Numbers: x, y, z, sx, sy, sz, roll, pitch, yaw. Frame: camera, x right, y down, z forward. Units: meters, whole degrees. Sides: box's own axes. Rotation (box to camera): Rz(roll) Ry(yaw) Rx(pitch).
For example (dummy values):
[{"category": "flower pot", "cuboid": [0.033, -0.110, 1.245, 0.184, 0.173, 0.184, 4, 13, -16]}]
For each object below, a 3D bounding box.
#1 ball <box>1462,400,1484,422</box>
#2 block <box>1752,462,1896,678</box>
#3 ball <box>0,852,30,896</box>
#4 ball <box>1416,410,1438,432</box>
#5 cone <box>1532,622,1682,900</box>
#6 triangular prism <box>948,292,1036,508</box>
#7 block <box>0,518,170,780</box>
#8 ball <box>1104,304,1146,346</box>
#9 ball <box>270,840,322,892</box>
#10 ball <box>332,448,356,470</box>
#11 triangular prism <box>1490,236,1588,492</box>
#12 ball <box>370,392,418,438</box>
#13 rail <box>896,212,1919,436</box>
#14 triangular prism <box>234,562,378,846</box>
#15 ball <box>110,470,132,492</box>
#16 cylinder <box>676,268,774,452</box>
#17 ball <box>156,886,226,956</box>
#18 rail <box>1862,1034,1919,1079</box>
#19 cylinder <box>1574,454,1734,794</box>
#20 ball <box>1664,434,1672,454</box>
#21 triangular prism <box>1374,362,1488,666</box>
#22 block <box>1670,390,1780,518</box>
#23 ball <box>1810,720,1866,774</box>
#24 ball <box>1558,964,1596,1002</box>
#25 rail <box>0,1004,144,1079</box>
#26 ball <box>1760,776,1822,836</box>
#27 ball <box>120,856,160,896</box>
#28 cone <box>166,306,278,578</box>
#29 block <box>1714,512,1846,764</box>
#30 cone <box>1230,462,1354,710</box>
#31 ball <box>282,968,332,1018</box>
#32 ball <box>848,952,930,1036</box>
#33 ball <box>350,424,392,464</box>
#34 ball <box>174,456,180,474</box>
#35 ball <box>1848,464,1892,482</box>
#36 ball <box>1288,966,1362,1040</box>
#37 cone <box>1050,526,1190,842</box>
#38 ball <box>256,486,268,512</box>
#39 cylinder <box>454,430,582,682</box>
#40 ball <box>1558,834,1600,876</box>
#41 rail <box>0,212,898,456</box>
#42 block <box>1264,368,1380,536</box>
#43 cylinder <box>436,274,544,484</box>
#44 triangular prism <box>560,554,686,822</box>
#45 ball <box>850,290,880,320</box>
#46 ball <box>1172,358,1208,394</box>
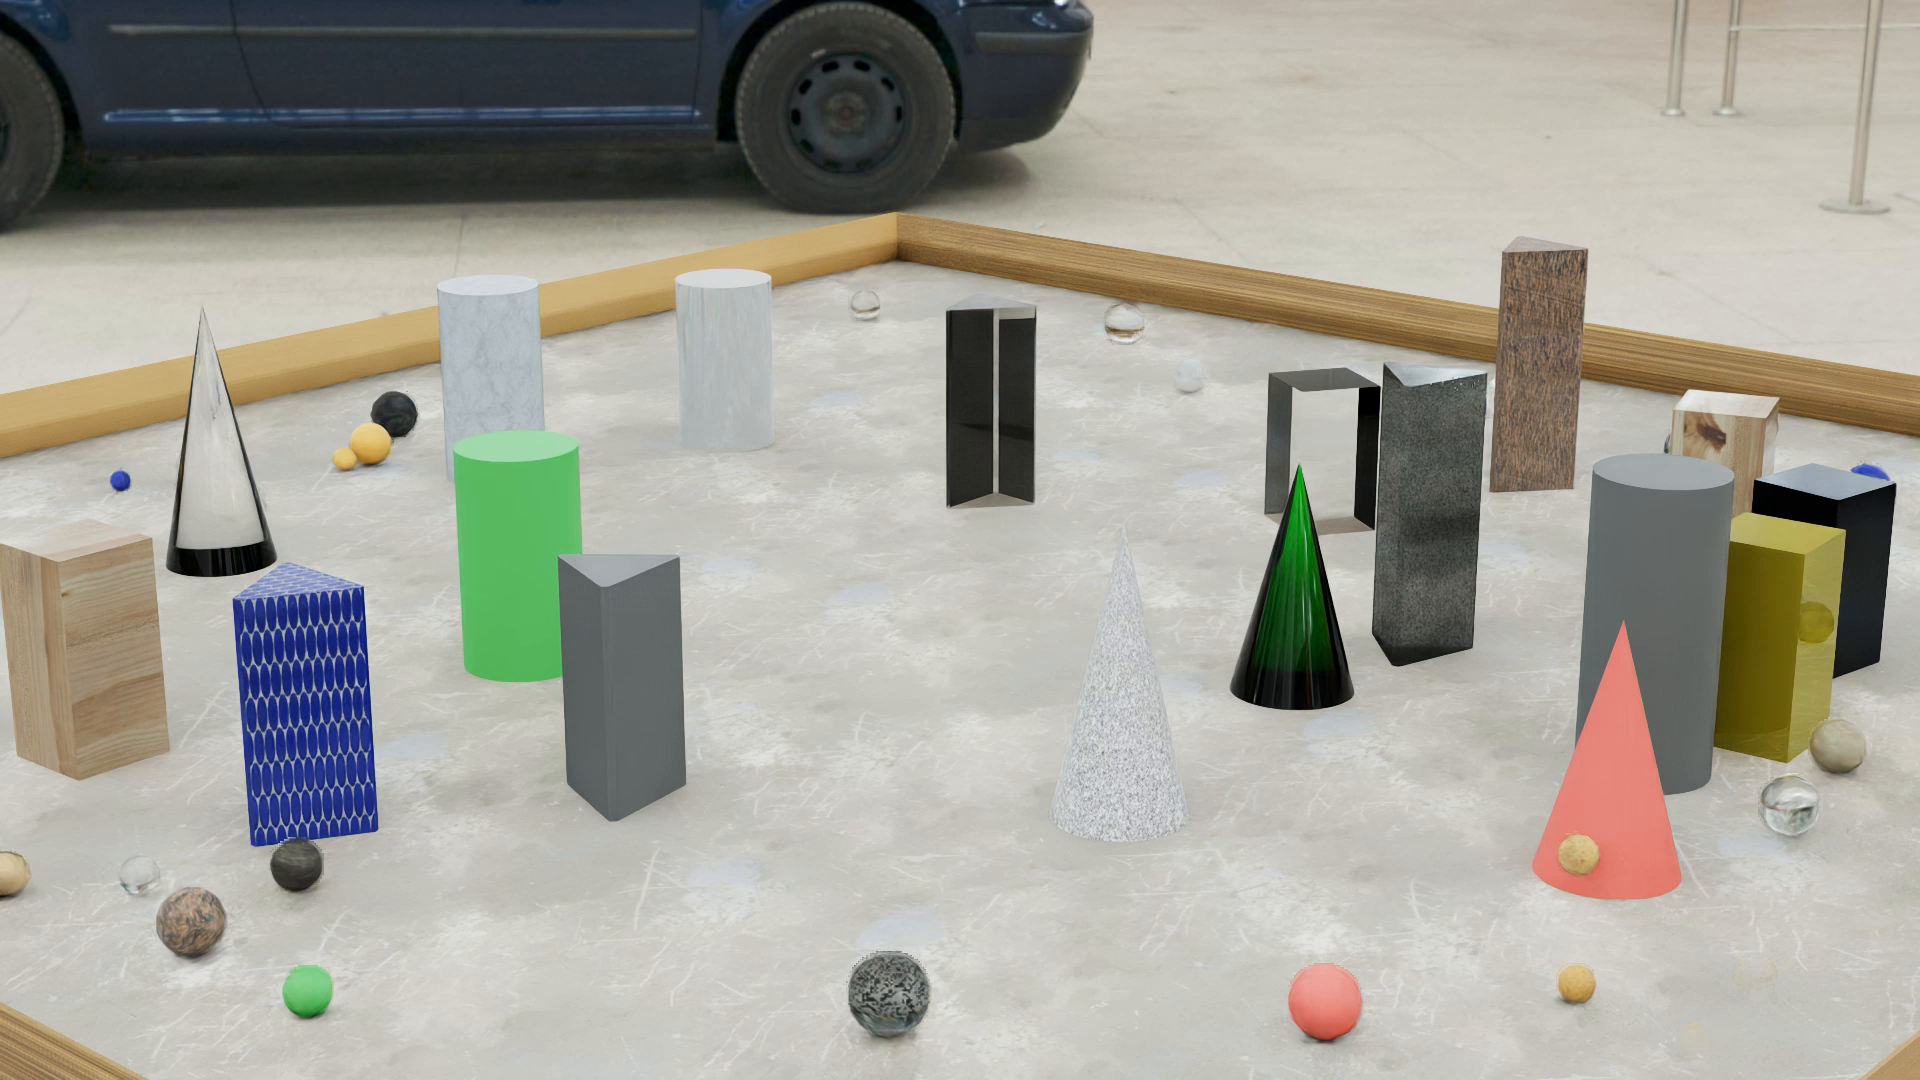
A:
[{"category": "ball", "cuboid": [1.100, -0.276, 6.289, 0.046, 0.046, 0.046, 0, 17, 0]}, {"category": "block", "cuboid": [1.391, 0.051, 4.758, 0.159, 0.304, 0.159, -13, 21, -38]}, {"category": "ball", "cuboid": [-1.263, 0.442, 3.884, 0.059, 0.059, 0.059, 0, 17, 0]}, {"category": "ball", "cuboid": [0.988, -0.252, 6.212, 0.046, 0.046, 0.046, 0, 17, 0]}, {"category": "cone", "cuboid": [0.875, 0.276, 3.917, 0.198, 0.358, 0.198, 0, 17, 0]}, {"category": "triangular prism", "cuboid": [0.047, -0.273, 5.682, 0.172, 0.392, 0.149, -3, 17, -10]}, {"category": "block", "cuboid": [-1.298, 0.160, 4.344, 0.159, 0.335, 0.159, 14, 21, 38]}, {"category": "ball", "cuboid": [0.392, -0.513, 6.986, 0.098, 0.098, 0.098, 0, 17, 0]}, {"category": "ball", "cuboid": [-0.882, 0.433, 3.900, 0.068, 0.068, 0.068, 0, 17, 0]}, {"category": "ball", "cuboid": [-1.241, -0.163, 5.914, 0.047, 0.047, 0.047, 0, 17, 0]}, {"category": "triangular prism", "cuboid": [1.116, -0.349, 5.780, 0.172, 0.480, 0.149, -3, 17, -9]}, {"category": "ball", "cuboid": [-1.189, -0.265, 6.165, 0.096, 0.096, 0.096, 0, 17, 0]}, {"category": "rail", "cuboid": [1.388, -0.429, 6.650, 4.177, 0.129, 0.045, 14, 22, 39]}, {"category": "triangular prism", "cuboid": [-0.920, 0.223, 4.093, 0.172, 0.358, 0.149, -6, 18, -18]}, {"category": "ball", "cuboid": [-1.652, -0.117, 5.770, 0.041, 0.041, 0.041, 0, 17, 0]}, {"category": "cylinder", "cuboid": [-0.488, -0.375, 6.098, 0.198, 0.345, 0.198, 0, 17, 0]}, {"category": "ball", "cuboid": [-0.971, 0.482, 3.703, 0.087, 0.087, 0.087, 0, 17, 0]}, {"category": "rail", "cuboid": [1.559, 0.423, 3.824, 0.045, 0.129, 4.281, 14, 22, 39]}, {"category": "cylinder", "cuboid": [1.006, 0.121, 4.260, 0.198, 0.457, 0.198, 0, 17, 0]}, {"category": "ball", "cuboid": [1.462, -0.183, 5.926, 0.078, 0.078, 0.078, 0, 17, 0]}, {"category": "triangular prism", "cuboid": [0.738, -0.050, 4.808, 0.172, 0.468, 0.149, -11, 20, -32]}, {"category": "block", "cuboid": [1.345, -0.087, 5.189, 0.159, 0.319, 0.159, 7, 18, 22]}, {"category": "ball", "cuboid": [1.291, 0.304, 4.308, 0.080, 0.080, 0.080, 0, 17, 0]}, {"category": "ball", "cuboid": [0.752, 0.541, 3.577, 0.046, 0.046, 0.046, 0, 17, 0]}, {"category": "rail", "cuboid": [-1.388, 0.493, 3.589, 4.177, 0.129, 0.045, 14, 22, 39]}, {"category": "ball", "cuboid": [1.156, 0.369, 4.083, 0.083, 0.083, 0.083, 0, 17, 0]}, {"category": "ball", "cuboid": [-1.087, 0.444, 3.887, 0.053, 0.053, 0.053, 0, 17, 0]}, {"category": "cone", "cuboid": [-1.342, -0.191, 5.259, 0.198, 0.479, 0.198, 0, 17, 0]}, {"category": "block", "cuboid": [1.213, 0.144, 4.412, 0.159, 0.324, 0.159, 12, 21, 35]}, {"category": "cone", "cuboid": [0.528, 0.057, 4.612, 0.198, 0.377, 0.198, 0, 17, 0]}, {"category": "ball", "cuboid": [-0.788, 0.546, 3.539, 0.060, 0.060, 0.060, 0, 17, 0]}, {"category": "ball", "cuboid": [-0.085, 0.541, 3.487, 0.099, 0.099, 0.099, 0, 17, 0]}, {"category": "ball", "cuboid": [-1.198, -0.196, 5.957, 0.084, 0.084, 0.084, 0, 17, 0]}, {"category": "ball", "cuboid": [-1.527, -0.146, 5.826, 0.064, 0.064, 0.064, 0, 17, 0]}, {"category": "ball", "cuboid": [1.738, -0.099, 5.621, 0.094, 0.094, 0.094, 0, 17, 0]}, {"category": "ball", "cuboid": [0.434, 0.549, 3.481, 0.087, 0.087, 0.087, 0, 17, 0]}, {"category": "cone", "cuboid": [0.226, 0.183, 4.097, 0.198, 0.433, 0.198, 0, 17, 0]}, {"category": "ball", "cuboid": [-1.351, -0.072, 5.574, 0.069, 0.069, 0.069, 0, 17, 0]}, {"category": "cylinder", "cuboid": [-0.710, 0.024, 4.739, 0.198, 0.366, 0.198, 0, 17, 0]}, {"category": "ball", "cuboid": [0.813, 0.414, 3.852, 0.054, 0.054, 0.054, 0, 17, 0]}, {"category": "rail", "cuboid": [-1.559, -0.358, 6.416, 0.045, 0.129, 4.281, 14, 22, 39]}, {"category": "block", "cuboid": [0.681, -0.167, 5.524, 0.159, 0.279, 0.159, -5, 17, -16]}, {"category": "cylinder", "cuboid": [-0.930, -0.317, 5.831, 0.198, 0.389, 0.198, 0, 17, 0]}, {"category": "triangular prism", "cuboid": [-0.508, 0.199, 4.192, 0.149, 0.348, 0.172, 10, 19, 30]}, {"category": "ball", "cuboid": [-0.235, -0.581, 7.249, 0.076, 0.076, 0.076, 0, 17, 0]}, {"category": "ball", "cuboid": [0.513, -0.365, 6.532, 0.078, 0.078, 0.078, 0, 17, 0]}]
